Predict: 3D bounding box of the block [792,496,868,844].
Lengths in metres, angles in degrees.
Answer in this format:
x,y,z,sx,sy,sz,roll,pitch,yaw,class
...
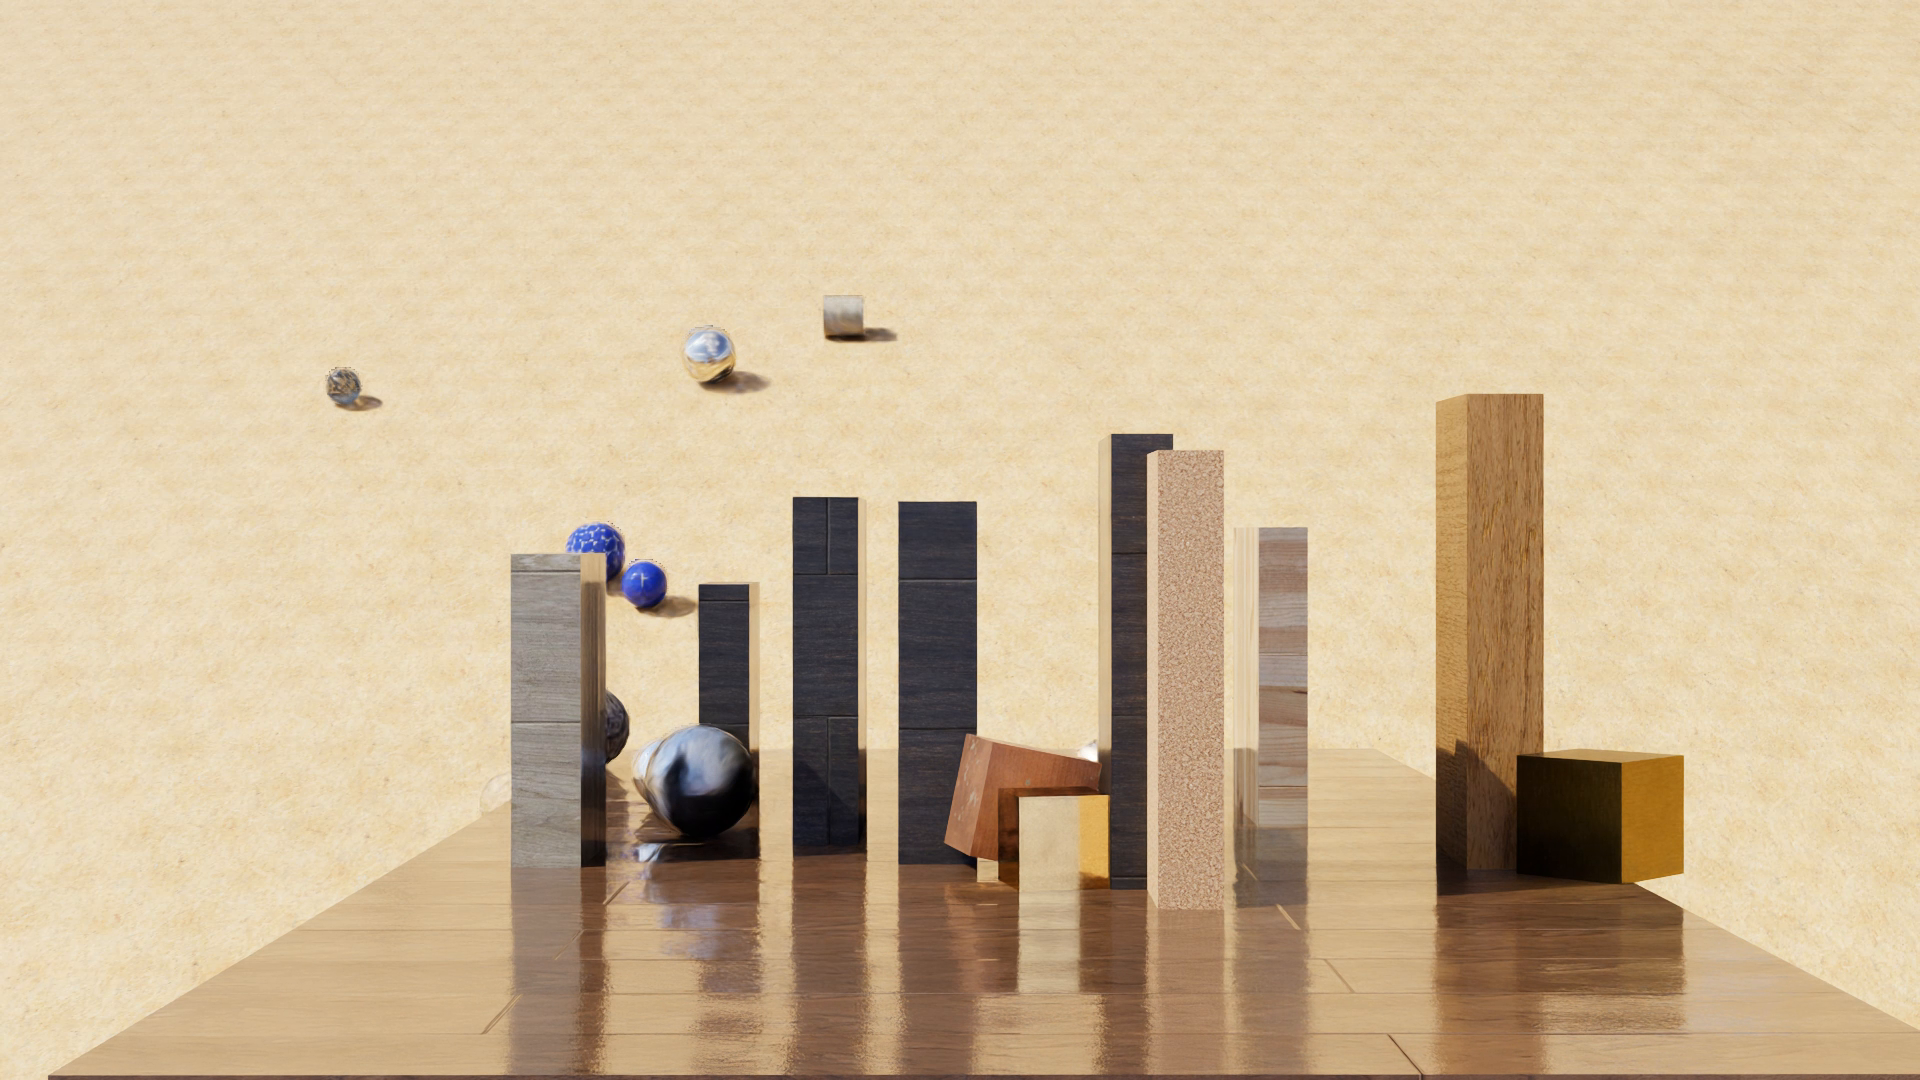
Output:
x,y,z,sx,sy,sz,roll,pitch,yaw,class
-0.239,0.232,4.808,0.117,0.618,0.433,0,0,0,block

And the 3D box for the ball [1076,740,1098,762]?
x,y,z,sx,sy,sz,roll,pitch,yaw,class
0.297,0.474,5.313,0.131,0.131,0.131,0,30,0,ball

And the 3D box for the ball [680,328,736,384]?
x,y,z,sx,sy,sz,roll,pitch,yaw,class
-0.842,-0.617,8.668,0.186,0.186,0.186,0,30,0,ball

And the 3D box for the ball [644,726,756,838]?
x,y,z,sx,sy,sz,roll,pitch,yaw,class
-0.473,0.440,4.714,0.204,0.204,0.204,0,30,0,ball

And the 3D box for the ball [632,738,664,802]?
x,y,z,sx,sy,sz,roll,pitch,yaw,class
-0.592,0.471,5.225,0.139,0.139,0.139,0,30,0,ball

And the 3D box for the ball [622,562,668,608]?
x,y,z,sx,sy,sz,roll,pitch,yaw,class
-0.903,0.128,7.405,0.134,0.134,0.134,0,30,0,ball

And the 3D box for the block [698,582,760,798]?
x,y,z,sx,sy,sz,roll,pitch,yaw,class
-0.480,0.314,5.399,0.104,0.450,0.277,0,0,0,block

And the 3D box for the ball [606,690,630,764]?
x,y,z,sx,sy,sz,roll,pitch,yaw,class
-0.877,0.442,6.116,0.191,0.191,0.191,0,30,0,ball

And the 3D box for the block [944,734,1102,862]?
x,y,z,sx,sy,sz,roll,pitch,yaw,class
0.101,0.432,4.240,0.185,0.185,0.185,12,-3,-13,block

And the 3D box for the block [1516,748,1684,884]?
x,y,z,sx,sy,sz,roll,pitch,yaw,class
1.040,0.446,4.202,0.192,0.192,0.192,0,0,45,block

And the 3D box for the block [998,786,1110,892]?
x,y,z,sx,sy,sz,roll,pitch,yaw,class
0.147,0.470,4.079,0.146,0.146,0.146,0,0,-12,block

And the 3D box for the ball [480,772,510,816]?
x,y,z,sx,sy,sz,roll,pitch,yaw,class
-1.115,0.656,6.443,0.162,0.162,0.162,0,30,0,ball

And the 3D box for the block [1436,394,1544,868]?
x,y,z,sx,sy,sz,roll,pitch,yaw,class
0.898,0.150,4.398,0.127,0.783,0.278,0,0,0,block

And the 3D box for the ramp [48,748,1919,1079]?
x,y,z,sx,sy,sz,roll,pitch,yaw,class
0.066,0.591,4.644,2.000,0.100,4.000,0,0,0,ramp

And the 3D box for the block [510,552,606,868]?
x,y,z,sx,sy,sz,roll,pitch,yaw,class
-0.686,0.282,4.438,0.116,0.519,0.309,0,0,0,block

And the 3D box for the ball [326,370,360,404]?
x,y,z,sx,sy,sz,roll,pitch,yaw,class
-2.038,-0.506,8.544,0.115,0.115,0.115,0,30,0,ball

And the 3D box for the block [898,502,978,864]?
x,y,z,sx,sy,sz,roll,pitch,yaw,class
-0.037,0.238,4.455,0.132,0.607,0.275,0,0,0,block

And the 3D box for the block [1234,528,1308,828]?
x,y,z,sx,sy,sz,roll,pitch,yaw,class
0.607,0.257,5.085,0.093,0.565,0.444,0,0,0,block

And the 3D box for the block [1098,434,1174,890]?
x,y,z,sx,sy,sz,roll,pitch,yaw,class
0.283,0.188,4.200,0.097,0.708,0.374,0,0,0,block

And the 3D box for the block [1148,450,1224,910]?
x,y,z,sx,sy,sz,roll,pitch,yaw,class
0.339,0.205,3.984,0.097,0.675,0.365,0,0,0,block

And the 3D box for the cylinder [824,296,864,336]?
x,y,z,sx,sy,sz,roll,pitch,yaw,class
-0.406,-0.779,9.002,0.135,0.135,0.135,-1,30,-4,cylinder

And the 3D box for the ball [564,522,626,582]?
x,y,z,sx,sy,sz,roll,pitch,yaw,class
-1.060,0.037,7.520,0.179,0.179,0.179,0,30,0,ball
